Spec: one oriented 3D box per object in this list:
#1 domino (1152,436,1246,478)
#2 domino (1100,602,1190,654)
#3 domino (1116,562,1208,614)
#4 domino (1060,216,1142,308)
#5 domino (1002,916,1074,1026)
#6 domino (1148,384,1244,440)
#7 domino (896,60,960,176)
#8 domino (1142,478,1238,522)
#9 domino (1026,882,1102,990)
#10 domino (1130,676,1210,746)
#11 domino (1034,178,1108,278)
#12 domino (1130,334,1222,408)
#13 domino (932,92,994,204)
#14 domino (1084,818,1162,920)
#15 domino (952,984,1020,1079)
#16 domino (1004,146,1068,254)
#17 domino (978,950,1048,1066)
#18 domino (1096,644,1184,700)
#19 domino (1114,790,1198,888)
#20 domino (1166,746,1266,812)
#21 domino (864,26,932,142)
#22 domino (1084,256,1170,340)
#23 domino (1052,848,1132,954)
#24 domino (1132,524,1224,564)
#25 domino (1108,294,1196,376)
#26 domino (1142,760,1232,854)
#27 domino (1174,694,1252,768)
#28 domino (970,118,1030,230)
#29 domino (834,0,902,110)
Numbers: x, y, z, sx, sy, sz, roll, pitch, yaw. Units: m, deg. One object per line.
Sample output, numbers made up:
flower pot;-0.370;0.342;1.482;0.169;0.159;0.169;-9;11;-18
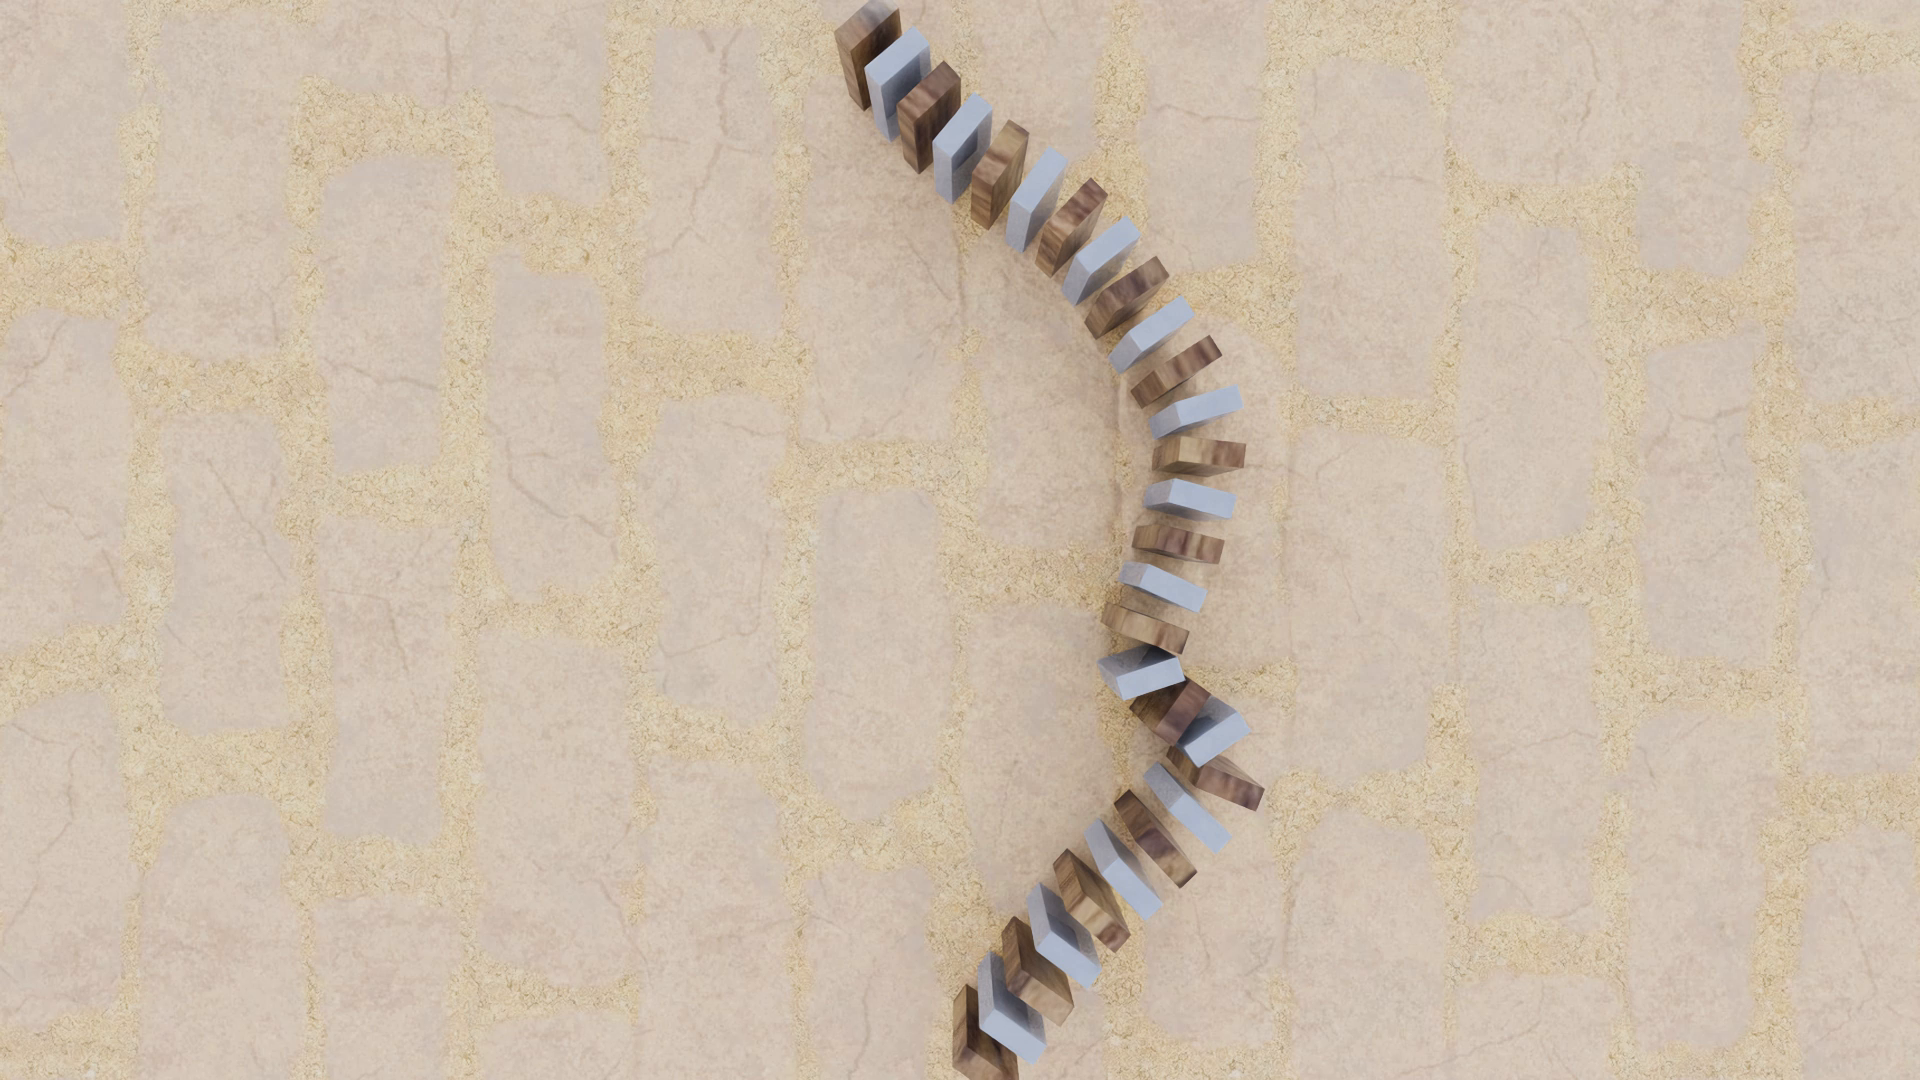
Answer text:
domino;0.096;-0.034;0.375;0.025;0.050;0.010;7;90;0
domino;0.074;0.035;0.375;0.025;0.050;0.010;19;90;0
domino;0.082;0.019;0.375;0.025;0.050;0.010;24;90;0
domino;0.057;-0.113;0.375;0.025;0.050;0.009;-38;90;0
domino;0.031;0.175;0.375;0.025;0.050;0.010;36;90;0
domino;0.095;-0.052;0.375;0.025;0.050;0.010;-16;90;0
domino;-0.012;-0.171;0.375;0.025;0.050;0.009;-43;90;0
domino;0.093;-0.016;0.375;0.025;0.050;0.009;15;90;0
domino;0.042;0.160;0.375;0.025;0.050;0.009;37;90;0
domino;0.085;0.066;0.375;0.009;0.050;0.025;36;90;0
domino;0.045;-0.126;0.375;0.009;0.050;0.025;44;90;0
domino;0.087;-0.068;0.375;0.025;0.050;0.009;-32;90;0
domino;0.001;-0.159;0.375;0.010;0.050;0.025;40;90;0
domino;0.066;0.133;0.375;0.010;0.050;0.025;-43;90;0
domino;0.010;0.205;0.375;0.025;0.050;0.009;36;90;0
domino;0.031;-0.138;0.375;0.009;0.050;0.025;35;90;0
domino;0.020;0.190;0.375;0.025;0.050;0.010;35;90;0
domino;0.073;0.053;0.375;0.025;0.050;0.009;-18;90;0
domino;0.079;0.121;0.375;0.009;0.050;0.025;-43;90;0
domino;0.103;0.095;0.375;0.025;0.050;0.009;22;90;0
domino;-0.024;-0.185;0.375;0.025;0.050;0.010;-40;90;0
domino;0.067;-0.098;0.375;0.025;0.050;0.010;-33;90;0
domino;0.053;0.146;0.375;0.025;0.050;0.010;41;90;0
domino;0.088;0.002;0.375;0.025;0.050;0.009;14;90;0
domino;0.077;-0.083;0.375;0.025;0.050;0.010;-35;90;0
domino;0.092;0.108;0.375;0.025;0.050;0.010;43;90;0
domino;0.099;0.076;0.375;0.025;0.050;0.009;-35;90;0
domino;0.016;-0.148;0.375;0.009;0.050;0.025;34;90;0
domino;-0.036;-0.199;0.375;0.025;0.050;0.009;-42;90;0
